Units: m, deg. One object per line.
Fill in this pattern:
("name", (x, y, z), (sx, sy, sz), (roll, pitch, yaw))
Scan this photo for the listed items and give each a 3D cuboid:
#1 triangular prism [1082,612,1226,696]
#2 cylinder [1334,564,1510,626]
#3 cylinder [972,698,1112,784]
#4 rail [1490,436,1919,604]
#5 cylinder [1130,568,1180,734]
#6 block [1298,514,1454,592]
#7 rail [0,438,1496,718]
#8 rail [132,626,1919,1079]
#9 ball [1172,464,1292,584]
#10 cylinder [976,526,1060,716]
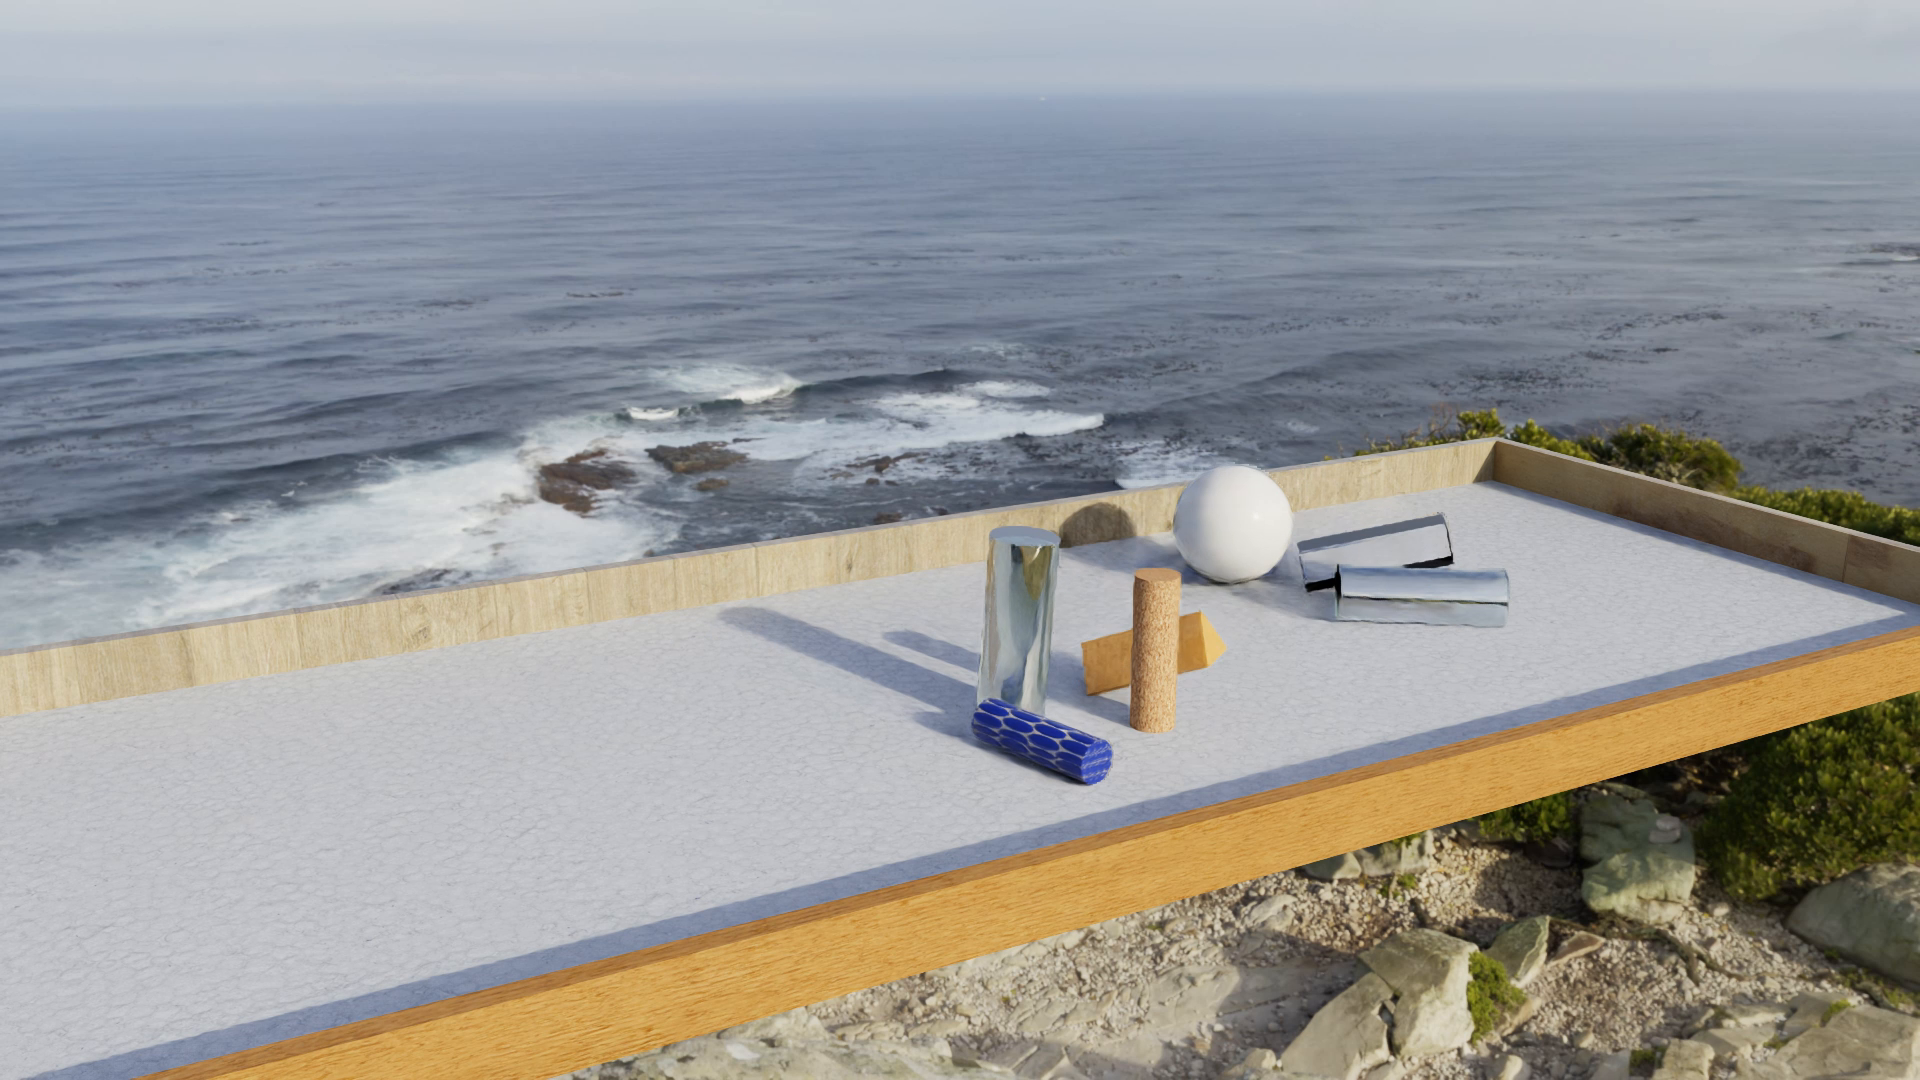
("triangular prism", (0.459, 0.266, 4.015), (0.330, 0.118, 0.137), (-18, 6, 31))
("cylinder", (1.271, 0.154, 4.558), (0.449, 0.154, 0.154), (2, 17, 7))
("cylinder", (0.179, 0.444, 3.664), (0.101, 0.101, 0.333), (-15, 22, -42))
("rail", (2.466, -0.048, 5.253), (0.050, 0.150, 2.100), (-9, 18, -27))
("cylinder", (0.452, 0.256, 3.827), (0.106, 0.370, 0.106), (0, 16, 0))
("block", (1.213, 0.038, 4.828), (0.423, 0.118, 0.118), (-12, 16, 13))
("rail", (-3.305, 0.497, 3.399), (12.000, 0.150, 0.050), (-9, 18, -27))
("rail", (-2.336, 1.006, 1.665), (12.000, 0.150, 0.050), (-9, 18, -27))
("ball", (0.808, -0.046, 4.889), (0.352, 0.352, 0.352), (0, 16, 0))
("cylinder", (0.134, 0.204, 3.854), (0.164, 0.445, 0.164), (4, 16, -1))
